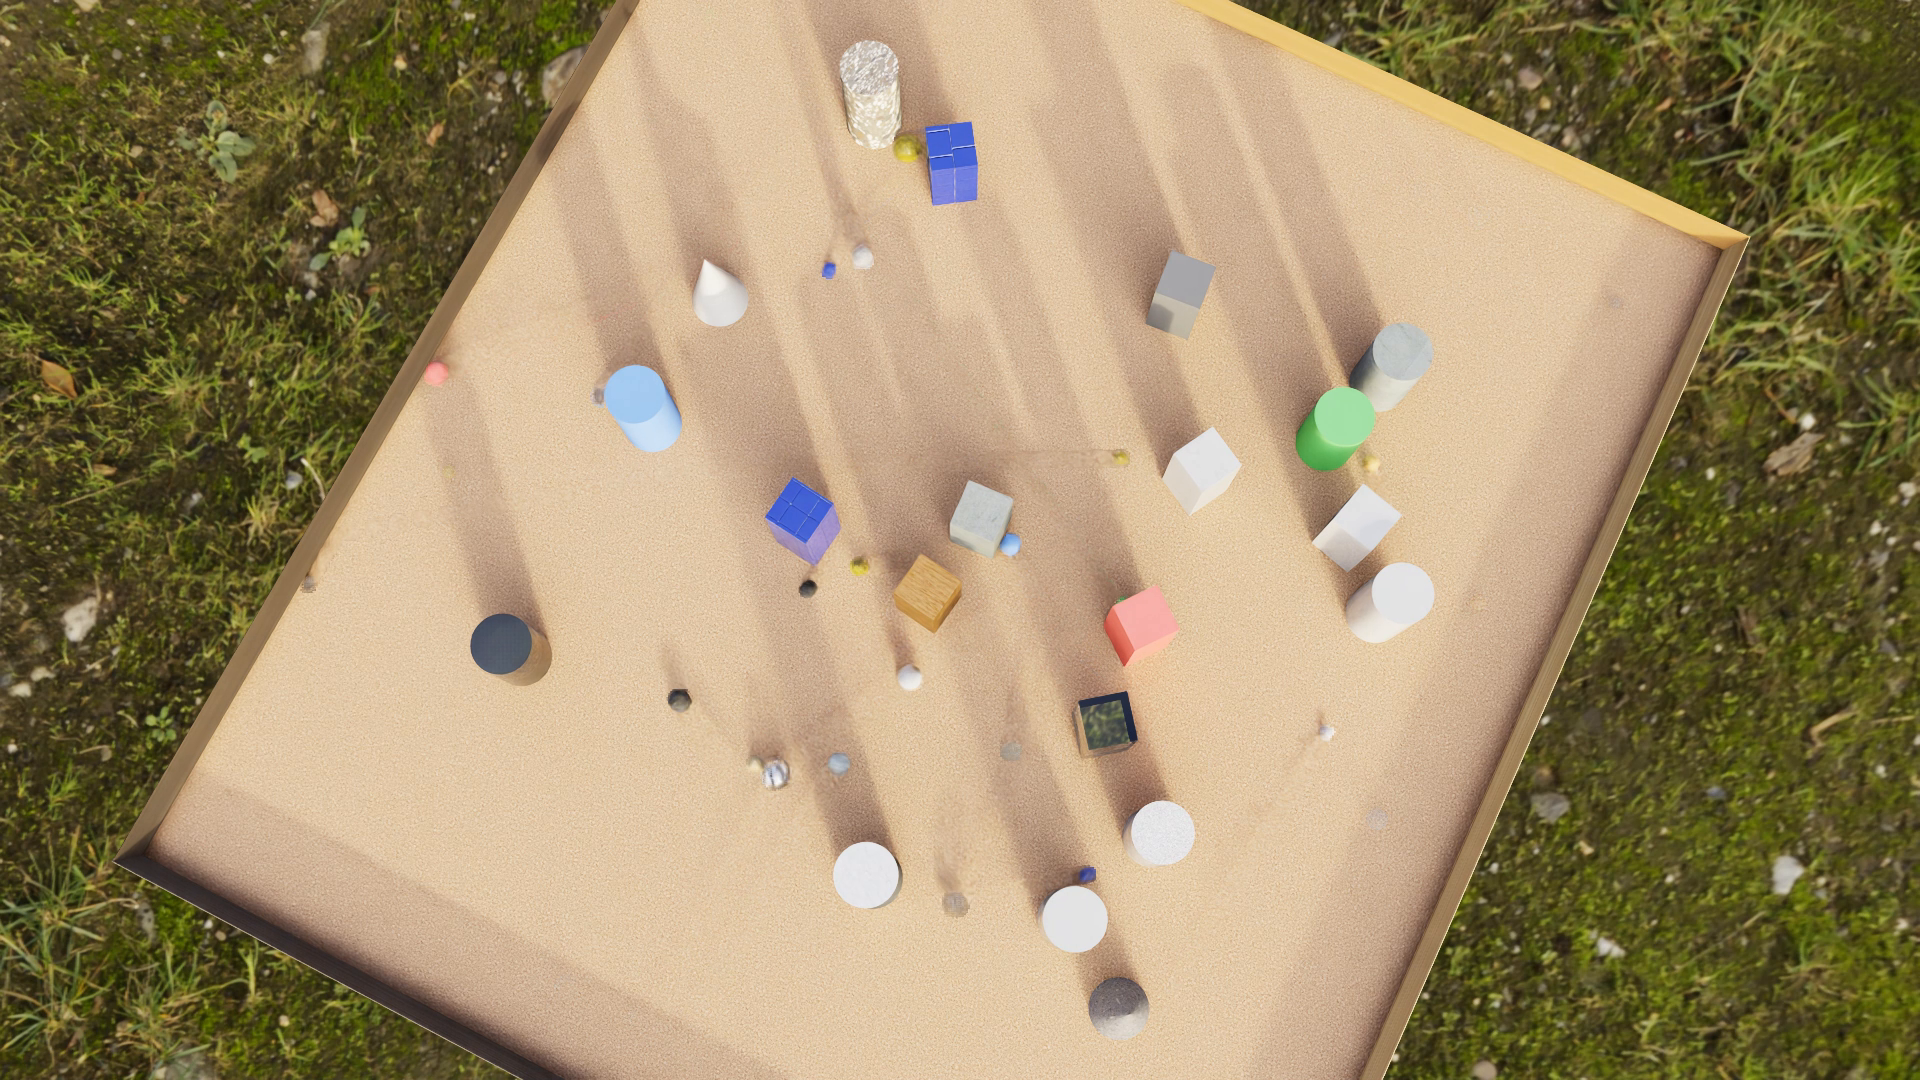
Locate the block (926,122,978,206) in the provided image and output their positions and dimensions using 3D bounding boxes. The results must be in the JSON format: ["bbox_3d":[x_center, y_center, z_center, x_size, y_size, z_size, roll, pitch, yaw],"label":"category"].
[{"bbox_3d":[-0.026,-1.171,5.715,0.142,0.280,0.142,-8,78,-2],"label":"block"}]

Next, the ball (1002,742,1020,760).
[{"bbox_3d":[0.151,0.629,5.461,0.050,0.050,0.050,0,78,0],"label":"ball"}]

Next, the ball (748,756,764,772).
[{"bbox_3d":[-0.608,0.668,5.454,0.048,0.048,0.048,0,78,0],"label":"ball"}]

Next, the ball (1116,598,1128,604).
[{"bbox_3d":[0.497,0.196,5.553,0.045,0.045,0.045,0,78,0],"label":"ball"}]

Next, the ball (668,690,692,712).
[{"bbox_3d":[-0.838,0.482,5.482,0.068,0.068,0.068,0,78,0],"label":"ball"}]

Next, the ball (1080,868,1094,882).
[{"bbox_3d":[0.372,0.985,5.391,0.043,0.043,0.043,0,78,0],"label":"ball"}]

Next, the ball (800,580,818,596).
[{"bbox_3d":[-0.459,0.147,5.561,0.050,0.050,0.050,0,78,0],"label":"ball"}]

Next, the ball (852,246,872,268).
[{"bbox_3d":[-0.308,-0.892,5.766,0.068,0.068,0.068,0,78,0],"label":"ball"}]

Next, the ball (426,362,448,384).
[{"bbox_3d":[-1.623,-0.520,5.688,0.070,0.070,0.070,0,78,0],"label":"ball"}]

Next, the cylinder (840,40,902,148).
[{"bbox_3d":[-0.274,-1.380,5.702,0.178,0.390,0.178,0,78,0],"label":"cylinder"}]

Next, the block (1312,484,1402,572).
[{"bbox_3d":[1.177,-0.032,5.454,0.142,0.330,0.142,40,81,8],"label":"block"}]

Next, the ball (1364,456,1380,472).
[{"bbox_3d":[1.267,-0.234,5.640,0.048,0.048,0.048,0,78,0],"label":"ball"}]

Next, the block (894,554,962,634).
[{"bbox_3d":[-0.095,0.162,5.447,0.142,0.266,0.142,34,80,7],"label":"block"}]

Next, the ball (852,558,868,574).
[{"bbox_3d":[-0.303,0.081,5.574,0.051,0.051,0.051,0,78,0],"label":"ball"}]

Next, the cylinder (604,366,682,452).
[{"bbox_3d":[-0.952,-0.393,5.528,0.178,0.332,0.178,0,78,0],"label":"cylinder"}]

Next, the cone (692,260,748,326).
[{"bbox_3d":[-0.756,-0.794,5.596,0.178,0.360,0.178,0,78,0],"label":"cone"}]

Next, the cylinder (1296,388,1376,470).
[{"bbox_3d":[1.129,-0.331,5.525,0.178,0.312,0.178,0,78,0],"label":"cylinder"}]

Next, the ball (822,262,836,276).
[{"bbox_3d":[-0.410,-0.853,5.769,0.045,0.045,0.045,0,78,0],"label":"ball"}]

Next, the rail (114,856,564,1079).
[{"bbox_3d":[-0.863,1.697,5.206,3.538,0.116,0.045,26,80,5],"label":"rail"}]

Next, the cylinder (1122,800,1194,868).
[{"bbox_3d":[0.570,0.851,5.288,0.178,0.298,0.178,0,78,0],"label":"cylinder"}]

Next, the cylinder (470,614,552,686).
[{"bbox_3d":[-1.322,0.327,5.411,0.178,0.269,0.178,0,78,0],"label":"cylinder"}]

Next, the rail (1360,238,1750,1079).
[{"bbox_3d":[1.561,0.770,5.397,0.045,0.116,3.908,26,80,5],"label":"rail"}]

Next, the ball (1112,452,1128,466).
[{"bbox_3d":[0.494,-0.250,5.644,0.047,0.047,0.047,0,78,0],"label":"ball"}]

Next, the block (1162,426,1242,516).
[{"bbox_3d":[0.722,-0.203,5.494,0.142,0.321,0.142,-34,80,-7],"label":"block"}]

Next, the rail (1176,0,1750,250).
[{"bbox_3d":[0.863,-1.685,5.904,3.538,0.116,0.045,26,80,5],"label":"rail"}]

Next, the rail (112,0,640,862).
[{"bbox_3d":[-1.561,-0.758,5.713,0.045,0.116,3.908,26,80,5],"label":"rail"}]

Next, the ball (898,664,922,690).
[{"bbox_3d":[-0.151,0.411,5.493,0.074,0.074,0.074,0,78,0],"label":"ball"}]

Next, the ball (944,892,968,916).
[{"bbox_3d":[-0.013,1.064,5.361,0.069,0.069,0.069,0,78,0],"label":"ball"}]

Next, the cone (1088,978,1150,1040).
[{"bbox_3d":[0.463,1.330,5.169,0.178,0.337,0.178,0,78,0],"label":"cone"}]

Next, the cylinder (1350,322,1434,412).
[{"bbox_3d":[1.303,-0.520,5.552,0.178,0.336,0.178,0,78,0],"label":"cylinder"}]

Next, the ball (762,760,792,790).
[{"bbox_3d":[-0.541,0.694,5.428,0.088,0.088,0.088,0,78,0],"label":"ball"}]

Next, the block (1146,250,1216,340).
[{"bbox_3d":[0.674,-0.748,5.617,0.142,0.300,0.142,22,79,4],"label":"block"}]

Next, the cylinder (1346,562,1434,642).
[{"bbox_3d":[1.260,0.188,5.390,0.178,0.367,0.178,0,78,0],"label":"cylinder"}]

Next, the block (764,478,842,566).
[{"bbox_3d":[-0.462,-0.050,5.446,0.142,0.354,0.142,33,80,6],"label":"block"}]

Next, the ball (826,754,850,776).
[{"bbox_3d":[-0.362,0.668,5.444,0.067,0.067,0.067,0,78,0],"label":"ball"}]

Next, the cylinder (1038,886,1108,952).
[{"bbox_3d":[0.315,1.077,5.203,0.178,0.374,0.178,0,78,0],"label":"cylinder"}]

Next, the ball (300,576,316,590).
[{"bbox_3d":[-1.983,0.132,5.566,0.045,0.045,0.045,0,78,0],"label":"ball"}]

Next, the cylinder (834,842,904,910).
[{"bbox_3d":[-0.257,0.956,5.202,0.178,0.425,0.178,0,78,0],"label":"cylinder"}]

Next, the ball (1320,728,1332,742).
[{"bbox_3d":[1.094,0.580,5.475,0.041,0.041,0.041,0,78,0],"label":"ball"}]

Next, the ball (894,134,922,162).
[{"bbox_3d":[-0.165,-1.247,5.828,0.089,0.089,0.089,0,78,0],"label":"ball"}]

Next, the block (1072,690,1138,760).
[{"bbox_3d":[0.418,0.543,5.338,0.142,0.325,0.142,-11,79,-2],"label":"block"}]

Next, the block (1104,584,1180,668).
[{"bbox_3d":[0.529,0.256,5.382,0.142,0.356,0.142,-25,79,-5],"label":"block"}]

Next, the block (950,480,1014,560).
[{"bbox_3d":[0.064,-0.058,5.495,0.142,0.261,0.142,23,79,5],"label":"block"}]

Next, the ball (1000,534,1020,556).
[{"bbox_3d":[0.153,0.017,5.580,0.064,0.064,0.064,0,78,0],"label":"ball"}]

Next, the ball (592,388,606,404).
[{"bbox_3d":[-1.114,-0.446,5.683,0.050,0.050,0.050,0,78,0],"label":"ball"}]
